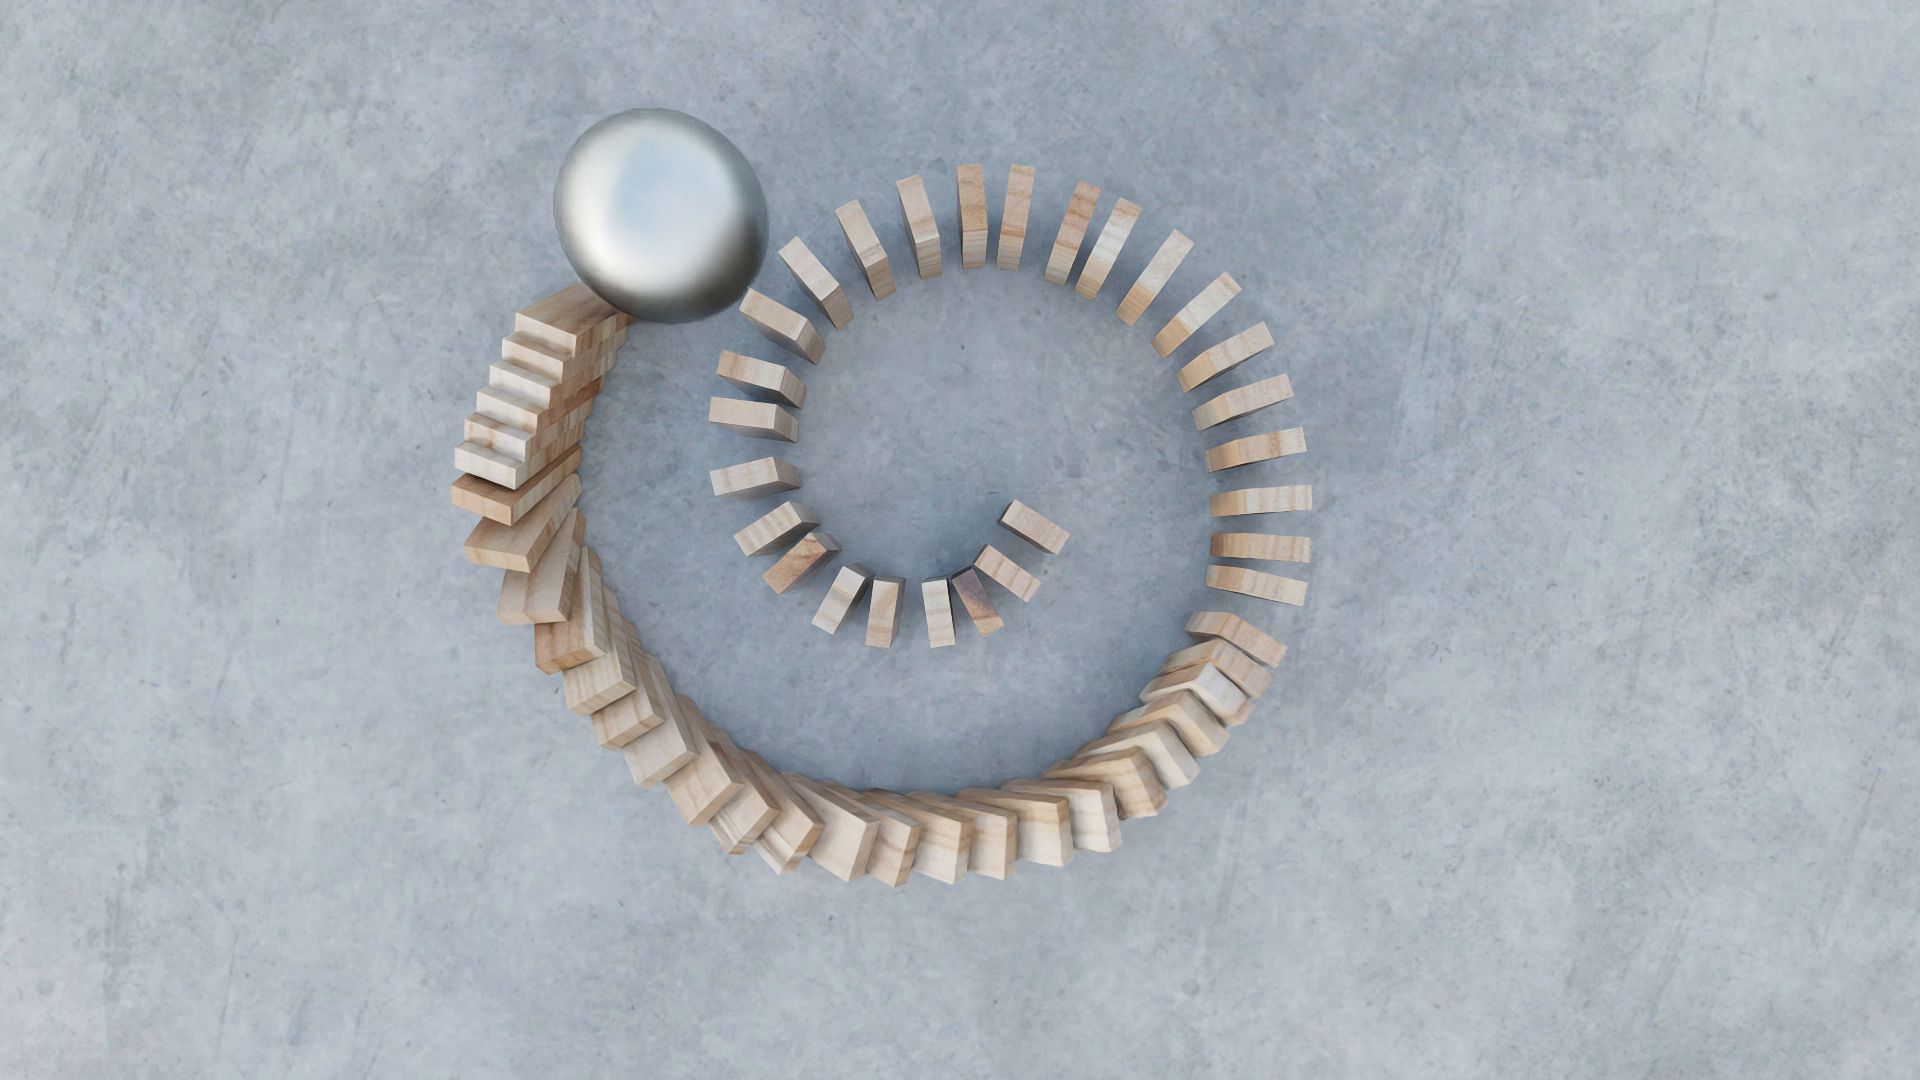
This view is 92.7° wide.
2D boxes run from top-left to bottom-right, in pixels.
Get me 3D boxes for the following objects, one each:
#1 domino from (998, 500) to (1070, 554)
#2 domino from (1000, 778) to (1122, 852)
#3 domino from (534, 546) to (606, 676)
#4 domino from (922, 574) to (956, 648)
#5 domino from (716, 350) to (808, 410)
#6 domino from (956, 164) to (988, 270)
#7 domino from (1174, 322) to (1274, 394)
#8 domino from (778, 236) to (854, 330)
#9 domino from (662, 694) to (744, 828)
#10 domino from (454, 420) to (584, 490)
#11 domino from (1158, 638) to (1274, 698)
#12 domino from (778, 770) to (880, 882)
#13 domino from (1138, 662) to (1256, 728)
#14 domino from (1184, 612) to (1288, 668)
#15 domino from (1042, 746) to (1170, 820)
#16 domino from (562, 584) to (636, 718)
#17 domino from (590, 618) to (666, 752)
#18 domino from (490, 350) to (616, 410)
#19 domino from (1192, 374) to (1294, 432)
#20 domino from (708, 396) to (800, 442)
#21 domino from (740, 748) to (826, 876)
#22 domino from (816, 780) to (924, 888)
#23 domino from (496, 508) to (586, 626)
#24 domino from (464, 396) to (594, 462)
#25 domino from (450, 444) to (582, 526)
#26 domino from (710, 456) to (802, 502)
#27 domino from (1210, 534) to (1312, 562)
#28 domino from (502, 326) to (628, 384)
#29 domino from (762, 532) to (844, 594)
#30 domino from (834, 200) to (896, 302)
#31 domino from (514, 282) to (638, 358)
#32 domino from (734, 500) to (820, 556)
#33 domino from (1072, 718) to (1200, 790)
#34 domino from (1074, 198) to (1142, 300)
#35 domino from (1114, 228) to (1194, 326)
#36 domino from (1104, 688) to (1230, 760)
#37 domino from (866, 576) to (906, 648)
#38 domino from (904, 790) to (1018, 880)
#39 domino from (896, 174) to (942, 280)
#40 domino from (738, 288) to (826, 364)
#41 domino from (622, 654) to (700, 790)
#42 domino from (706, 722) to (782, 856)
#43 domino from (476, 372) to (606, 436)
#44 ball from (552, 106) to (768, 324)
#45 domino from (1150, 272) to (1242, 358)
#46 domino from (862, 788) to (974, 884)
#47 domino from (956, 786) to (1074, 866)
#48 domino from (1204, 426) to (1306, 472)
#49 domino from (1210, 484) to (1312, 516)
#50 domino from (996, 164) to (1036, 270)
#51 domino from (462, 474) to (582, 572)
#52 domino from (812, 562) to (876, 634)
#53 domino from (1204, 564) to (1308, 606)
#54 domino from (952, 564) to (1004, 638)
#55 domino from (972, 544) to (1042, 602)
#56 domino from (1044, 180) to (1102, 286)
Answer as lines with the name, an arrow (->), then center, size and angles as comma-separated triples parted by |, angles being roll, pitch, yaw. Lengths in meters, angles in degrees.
domino -> 0.029, -0.005, 0.375 | 0.025, 0.050, 0.009 | 32, 90, 0
domino -> 0.041, 0.114, 0.380 | 0.050, 0.009, 0.025 | -10, 90, 40
domino -> -0.163, 0.029, 0.382 | 0.025, 0.009, 0.050 | -20, 56, 0
domino -> -0.008, 0.028, 0.375 | 0.009, 0.050, 0.025 | -8, 90, 0
domino -> -0.080, -0.065, 0.375 | 0.025, 0.050, 0.009 | 15, 90, 0
domino -> 0.005, -0.131, 0.375 | 0.010, 0.050, 0.025 | -6, 90, 0
domino -> 0.107, -0.074, 0.375 | 0.025, 0.050, 0.010 | -27, 90, 0
domino -> -0.058, -0.104, 0.375 | 0.009, 0.050, 0.025 | -41, 90, 0
domino -> -0.113, 0.091, 0.383 | 0.025, 0.009, 0.050 | -44, 59, 1
domino -> -0.180, -0.040, 0.376 | 0.025, 0.050, 0.010 | 20, 123, 0
domino -> 0.103, 0.055, 0.375 | 0.025, 0.050, 0.009 | 37, 72, 0
domino -> -0.058, 0.118, 0.382 | 0.050, 0.009, 0.025 | 19, 92, 32
domino -> 0.096, 0.066, 0.375 | 0.025, 0.050, 0.009 | 43, 67, 0
domino -> 0.111, 0.040, 0.375 | 0.025, 0.050, 0.009 | 31, 86, 0
domino -> 0.059, 0.102, 0.379 | 0.010, 0.050, 0.025 | -26, 90, -45
domino -> -0.153, 0.046, 0.381 | 0.025, 0.010, 0.050 | -29, 55, 2
domino -> -0.143, 0.060, 0.383 | 0.025, 0.010, 0.050 | -31, 59, 0
domino -> -0.166, -0.072, 0.376 | 0.025, 0.050, 0.009 | 21, 123, 0
domino -> 0.114, -0.056, 0.375 | 0.025, 0.050, 0.009 | -18, 90, 0
domino -> -0.083, -0.049, 0.375 | 0.025, 0.050, 0.009 | 7, 90, 0
domino -> -0.081, 0.113, 0.383 | 0.050, 0.009, 0.025 | 35, 90, 31
domino -> -0.041, 0.122, 0.383 | 0.050, 0.009, 0.025 | 16, 90, 30
domino -> -0.174, 0.010, 0.382 | 0.025, 0.009, 0.050 | -5, 57, 0
domino -> -0.176, -0.051, 0.376 | 0.025, 0.050, 0.009 | 21, 123, 0
domino -> -0.181, -0.027, 0.377 | 0.025, 0.050, 0.010 | 20, 126, 1
domino -> -0.083, -0.024, 0.375 | 0.025, 0.050, 0.009 | -14, 90, 0
domino -> 0.122, 0.003, 0.375 | 0.025, 0.050, 0.010 | 4, 90, 0
domino -> -0.161, -0.082, 0.376 | 0.025, 0.050, 0.010 | 21, 123, 0
domino -> -0.063, 0.009, 0.375 | 0.025, 0.050, 0.010 | -42, 90, 0
domino -> -0.038, -0.117, 0.375 | 0.009, 0.050, 0.025 | -28, 90, 0
domino -> -0.156, -0.092, 0.376 | 0.025, 0.050, 0.009 | 21, 123, 0
domino -> -0.074, -0.004, 0.375 | 0.025, 0.050, 0.009 | -32, 90, 0
domino -> 0.072, 0.092, 0.378 | 0.010, 0.050, 0.025 | -34, 90, -42
domino -> 0.060, -0.118, 0.375 | 0.009, 0.050, 0.025 | 27, 90, 0
domino -> 0.078, -0.106, 0.375 | 0.010, 0.050, 0.025 | 36, 90, 0
domino -> 0.084, 0.080, 0.377 | 0.025, 0.050, 0.010 | 48, 54, 0
domino -> -0.030, 0.028, 0.375 | 0.009, 0.050, 0.025 | 8, 90, 0
domino -> -0.001, 0.122, 0.383 | 0.050, 0.009, 0.025 | 3, 90, 32
domino -> -0.016, -0.127, 0.375 | 0.009, 0.050, 0.025 | -18, 90, 0
domino -> -0.071, -0.086, 0.375 | 0.025, 0.050, 0.010 | 29, 90, 0
domino -> -0.131, 0.075, 0.384 | 0.025, 0.009, 0.050 | -35, 61, 0
domino -> -0.099, 0.103, 0.383 | 0.025, 0.010, 0.050 | -48, 59, 1
domino -> -0.171, -0.061, 0.376 | 0.025, 0.050, 0.009 | 21, 123, 0
ball -> -0.116, -0.126, 0.360 | 0.080, 0.080, 0.080 | 0, 90, 0
domino -> 0.095, -0.091, 0.375 | 0.025, 0.050, 0.010 | -42, 90, 0
domino -> -0.020, 0.123, 0.383 | 0.050, 0.009, 0.025 | 8, 90, 31
domino -> 0.022, 0.119, 0.382 | 0.050, 0.010, 0.025 | -5, 90, 36
domino -> 0.119, -0.036, 0.375 | 0.025, 0.050, 0.009 | -11, 90, 0
domino -> 0.122, -0.016, 0.375 | 0.025, 0.050, 0.009 | -4, 90, 0
domino -> 0.022, -0.131, 0.375 | 0.010, 0.050, 0.025 | 9, 90, 0
domino -> -0.180, -0.010, 0.379 | 0.025, 0.050, 0.010 | 10, 134, 0
domino -> -0.047, 0.023, 0.375 | 0.009, 0.050, 0.025 | 29, 90, 0
domino -> 0.120, 0.018, 0.375 | 0.025, 0.050, 0.010 | 13, 90, 0
domino -> 0.007, 0.024, 0.375 | 0.010, 0.050, 0.025 | -29, 90, 0
domino -> 0.018, 0.013, 0.375 | 0.025, 0.050, 0.010 | 36, 90, 0
domino -> 0.045, -0.124, 0.375 | 0.010, 0.050, 0.025 | 21, 90, 0
